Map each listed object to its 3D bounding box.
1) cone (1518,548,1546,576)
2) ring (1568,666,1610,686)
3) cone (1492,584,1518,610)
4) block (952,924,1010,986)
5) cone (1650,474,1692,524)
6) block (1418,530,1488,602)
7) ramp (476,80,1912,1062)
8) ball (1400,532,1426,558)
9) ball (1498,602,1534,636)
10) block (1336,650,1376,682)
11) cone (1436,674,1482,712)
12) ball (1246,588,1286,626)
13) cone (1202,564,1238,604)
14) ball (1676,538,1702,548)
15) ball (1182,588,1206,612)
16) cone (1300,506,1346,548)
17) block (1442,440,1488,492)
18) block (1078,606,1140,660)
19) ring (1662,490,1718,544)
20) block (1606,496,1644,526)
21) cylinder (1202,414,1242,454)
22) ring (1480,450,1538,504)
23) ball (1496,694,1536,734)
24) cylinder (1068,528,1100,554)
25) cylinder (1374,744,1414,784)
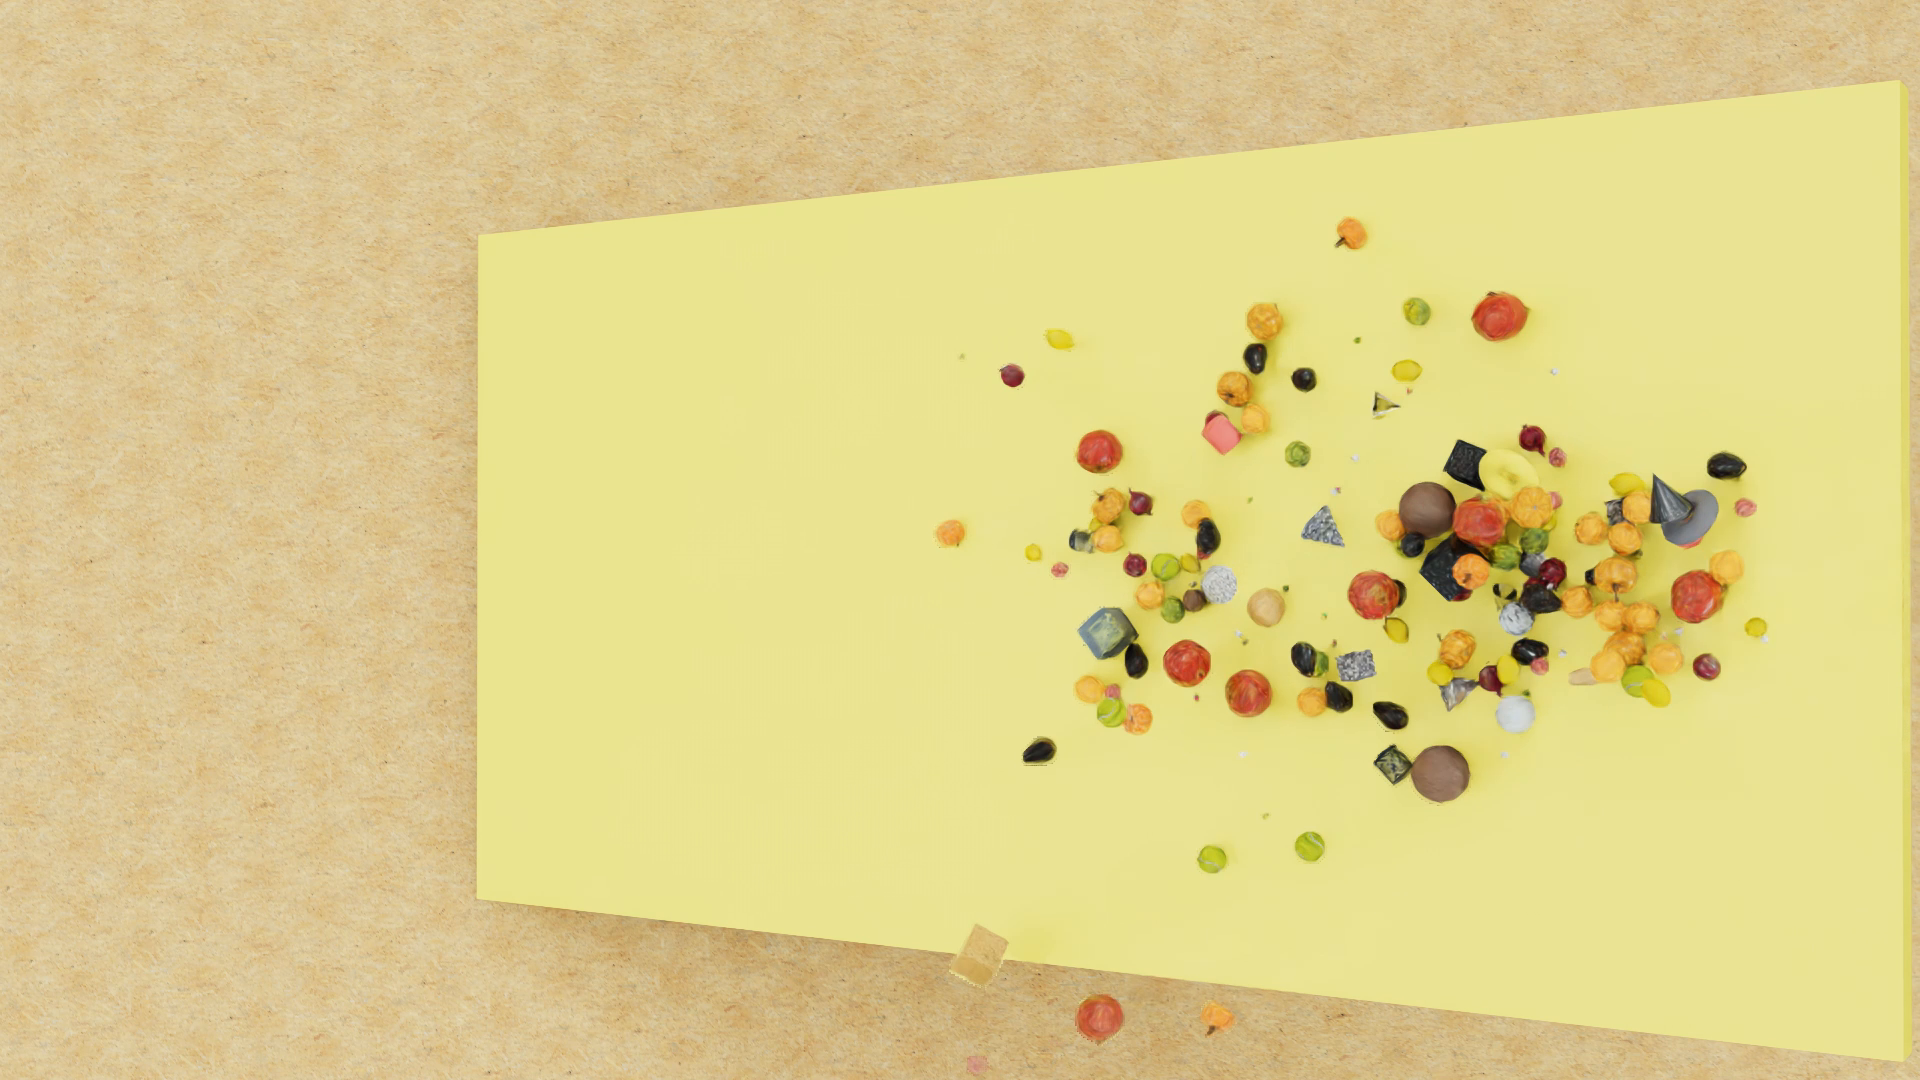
[{"bbox_3d":[1.256,0.050,4.864,0.064,0.064,0.064,0,89,33],"label":"cone"},{"bbox_3d":[1.358,0.295,4.749,0.089,0.089,0.030,-6,76,0],"label":"ring"},{"bbox_3d":[1.210,0.137,4.915,0.057,0.057,0.057,10,128,0],"label":"cone"},{"bbox_3d":[0.050,1.036,5.489,0.095,0.095,0.095,29,52,1],"label":"block"},{"bbox_3d":[1.447,-0.096,4.533,0.092,0.092,0.092,-28,101,0],"label":"cone"},{"bbox_3d":[1.087,0.056,4.849,0.093,0.093,0.093,44,126,-2],"label":"block"},{"bbox_3d":[0.259,0.071,5.597,4.000,0.100,2.000,0,89,33],"label":"ramp"},{"bbox_3d":[1.013,0.012,4.921,0.056,0.056,0.056,0,89,0],"label":"ball"},{"bbox_3d":[1.233,0.173,4.870,0.076,0.076,0.076,0,89,0],"label":"ball"},{"bbox_3d":[0.891,0.284,4.947,0.058,0.058,0.058,-1,75,-39],"label":"block"},{"bbox_3d":[1.133,0.332,4.953,0.091,0.091,0.091,-16,90,5],"label":"cone"},{"bbox_3d":[0.718,0.158,5.155,0.091,0.091,0.091,0,89,0],"label":"ball"},{"bbox_3d":[0.599,0.107,5.263,0.096,0.096,0.096,0,89,33],"label":"cone"},{"bbox_3d":[1.547,-0.014,4.678,0.066,0.066,0.066,0,89,0],"label":"ball"},{"bbox_3d":[0.564,0.146,5.306,0.058,0.058,0.058,0,89,0],"label":"ball"},{"bbox_3d":[0.858,-0.012,5.099,0.097,0.097,0.097,42,90,21],"label":"cone"},{"bbox_3d":[1.138,-0.166,4.894,0.076,0.076,0.076,27,90,39],"label":"block"},{"bbox_3d":[0.365,0.228,5.414,0.091,0.091,0.091,-44,68,24],"label":"block"},{"bbox_3d":[1.531,-0.048,4.614,0.044,0.133,0.133,37,90,-19],"label":"ring"},{"bbox_3d":[1.435,-0.063,4.748,0.053,0.053,0.053,-4,83,-38],"label":"block"},{"bbox_3d":[0.622,-0.250,5.222,0.069,0.069,0.069,-45,101,0],"label":"cylinder"},{"bbox_3d":[1.187,-0.138,4.762,0.137,0.137,0.046,44,61,0],"label":"ring"},{"bbox_3d":[1.229,0.386,4.864,0.087,0.087,0.087,0,89,0],"label":"ball"},{"bbox_3d":[0.309,0.002,5.473,0.056,0.056,0.056,12,89,32],"label":"cylinder"},{"bbox_3d":[0.992,0.513,5.027,0.065,0.065,0.065,-43,66,0],"label":"cylinder"}]
